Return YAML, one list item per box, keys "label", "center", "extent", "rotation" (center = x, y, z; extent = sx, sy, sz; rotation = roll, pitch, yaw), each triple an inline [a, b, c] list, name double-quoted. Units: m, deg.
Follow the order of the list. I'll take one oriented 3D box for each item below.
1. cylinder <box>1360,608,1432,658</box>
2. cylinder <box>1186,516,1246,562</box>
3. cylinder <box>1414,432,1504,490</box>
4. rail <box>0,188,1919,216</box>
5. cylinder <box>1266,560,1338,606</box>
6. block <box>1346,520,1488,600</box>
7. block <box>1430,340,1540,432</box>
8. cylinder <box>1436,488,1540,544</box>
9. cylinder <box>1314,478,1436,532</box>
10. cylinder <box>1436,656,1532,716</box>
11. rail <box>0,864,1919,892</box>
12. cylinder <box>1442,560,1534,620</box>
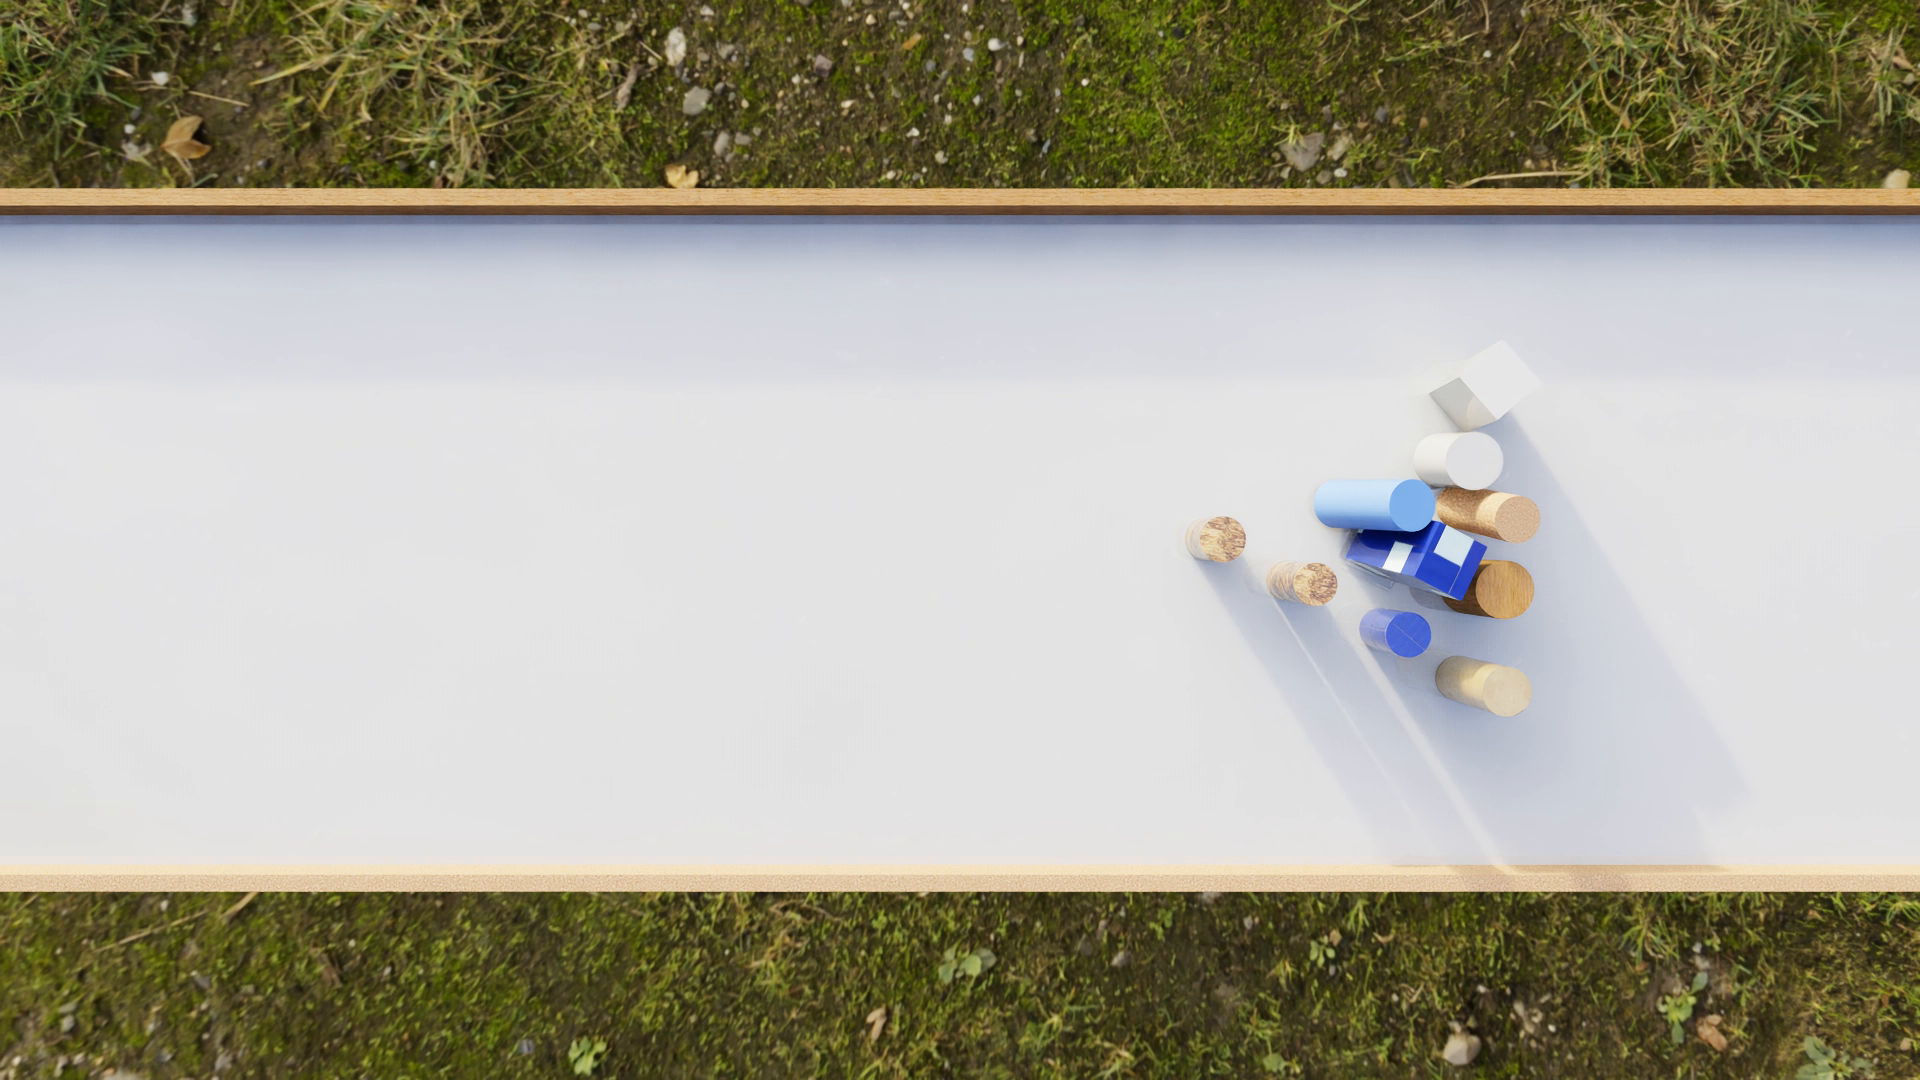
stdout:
- label: "cylinder"
  center: [1.293, 0.273, 4.915]
  extent: [0.131, 0.323, 0.131]
  rotation: [0, 90, 0]
- label: "cylinder"
  center: [0.759, -0.002, 4.917]
  extent: [0.133, 0.319, 0.133]
  rotation: [0, 90, 0]
- label: "cylinder"
  center: [1.478, -0.237, 4.906]
  extent: [0.167, 0.331, 0.167]
  rotation: [0, 93, 0]
- label: "rail"
  center: [-2.247, -1.025, 5.002]
  extent: [12.000, 0.150, 0.050]
  rotation: [0, 90, 0]
- label: "cylinder"
  center: [1.004, 0.125, 4.865]
  extent: [0.123, 0.424, 0.123]
  rotation: [0, 90, 0]
- label: "block"
  center: [1.337, 0.037, 4.858]
  extent: [0.171, 0.405, 0.171]
  rotation: [26, 90, -16]
- label: "block"
  center: [1.552, -0.451, 4.894]
  extent: [0.165, 0.355, 0.165]
  rotation: [-41, 87, 0]
- label: "cylinder"
  center: [1.551, -0.081, 4.859]
  extent: [0.135, 0.418, 0.135]
  rotation: [-1, 97, -6]
- label: "cylinder"
  center: [1.212, -0.104, 4.848]
  extent: [0.148, 0.433, 0.148]
  rotation: [-1, 92, -16]
- label: "cylinder"
  center: [1.532, 0.425, 4.848]
  extent: [0.140, 0.458, 0.140]
  rotation: [0, 90, 0]
- label: "rail"
  center: [-2.247, 1.025, 5.001]
  extent: [12.000, 0.150, 0.050]
  rotation: [0, 90, 0]
- label: "cylinder"
  center: [1.561, 0.143, 4.900]
  extent: [0.169, 0.353, 0.169]
  rotation: [0, 90, 0]
